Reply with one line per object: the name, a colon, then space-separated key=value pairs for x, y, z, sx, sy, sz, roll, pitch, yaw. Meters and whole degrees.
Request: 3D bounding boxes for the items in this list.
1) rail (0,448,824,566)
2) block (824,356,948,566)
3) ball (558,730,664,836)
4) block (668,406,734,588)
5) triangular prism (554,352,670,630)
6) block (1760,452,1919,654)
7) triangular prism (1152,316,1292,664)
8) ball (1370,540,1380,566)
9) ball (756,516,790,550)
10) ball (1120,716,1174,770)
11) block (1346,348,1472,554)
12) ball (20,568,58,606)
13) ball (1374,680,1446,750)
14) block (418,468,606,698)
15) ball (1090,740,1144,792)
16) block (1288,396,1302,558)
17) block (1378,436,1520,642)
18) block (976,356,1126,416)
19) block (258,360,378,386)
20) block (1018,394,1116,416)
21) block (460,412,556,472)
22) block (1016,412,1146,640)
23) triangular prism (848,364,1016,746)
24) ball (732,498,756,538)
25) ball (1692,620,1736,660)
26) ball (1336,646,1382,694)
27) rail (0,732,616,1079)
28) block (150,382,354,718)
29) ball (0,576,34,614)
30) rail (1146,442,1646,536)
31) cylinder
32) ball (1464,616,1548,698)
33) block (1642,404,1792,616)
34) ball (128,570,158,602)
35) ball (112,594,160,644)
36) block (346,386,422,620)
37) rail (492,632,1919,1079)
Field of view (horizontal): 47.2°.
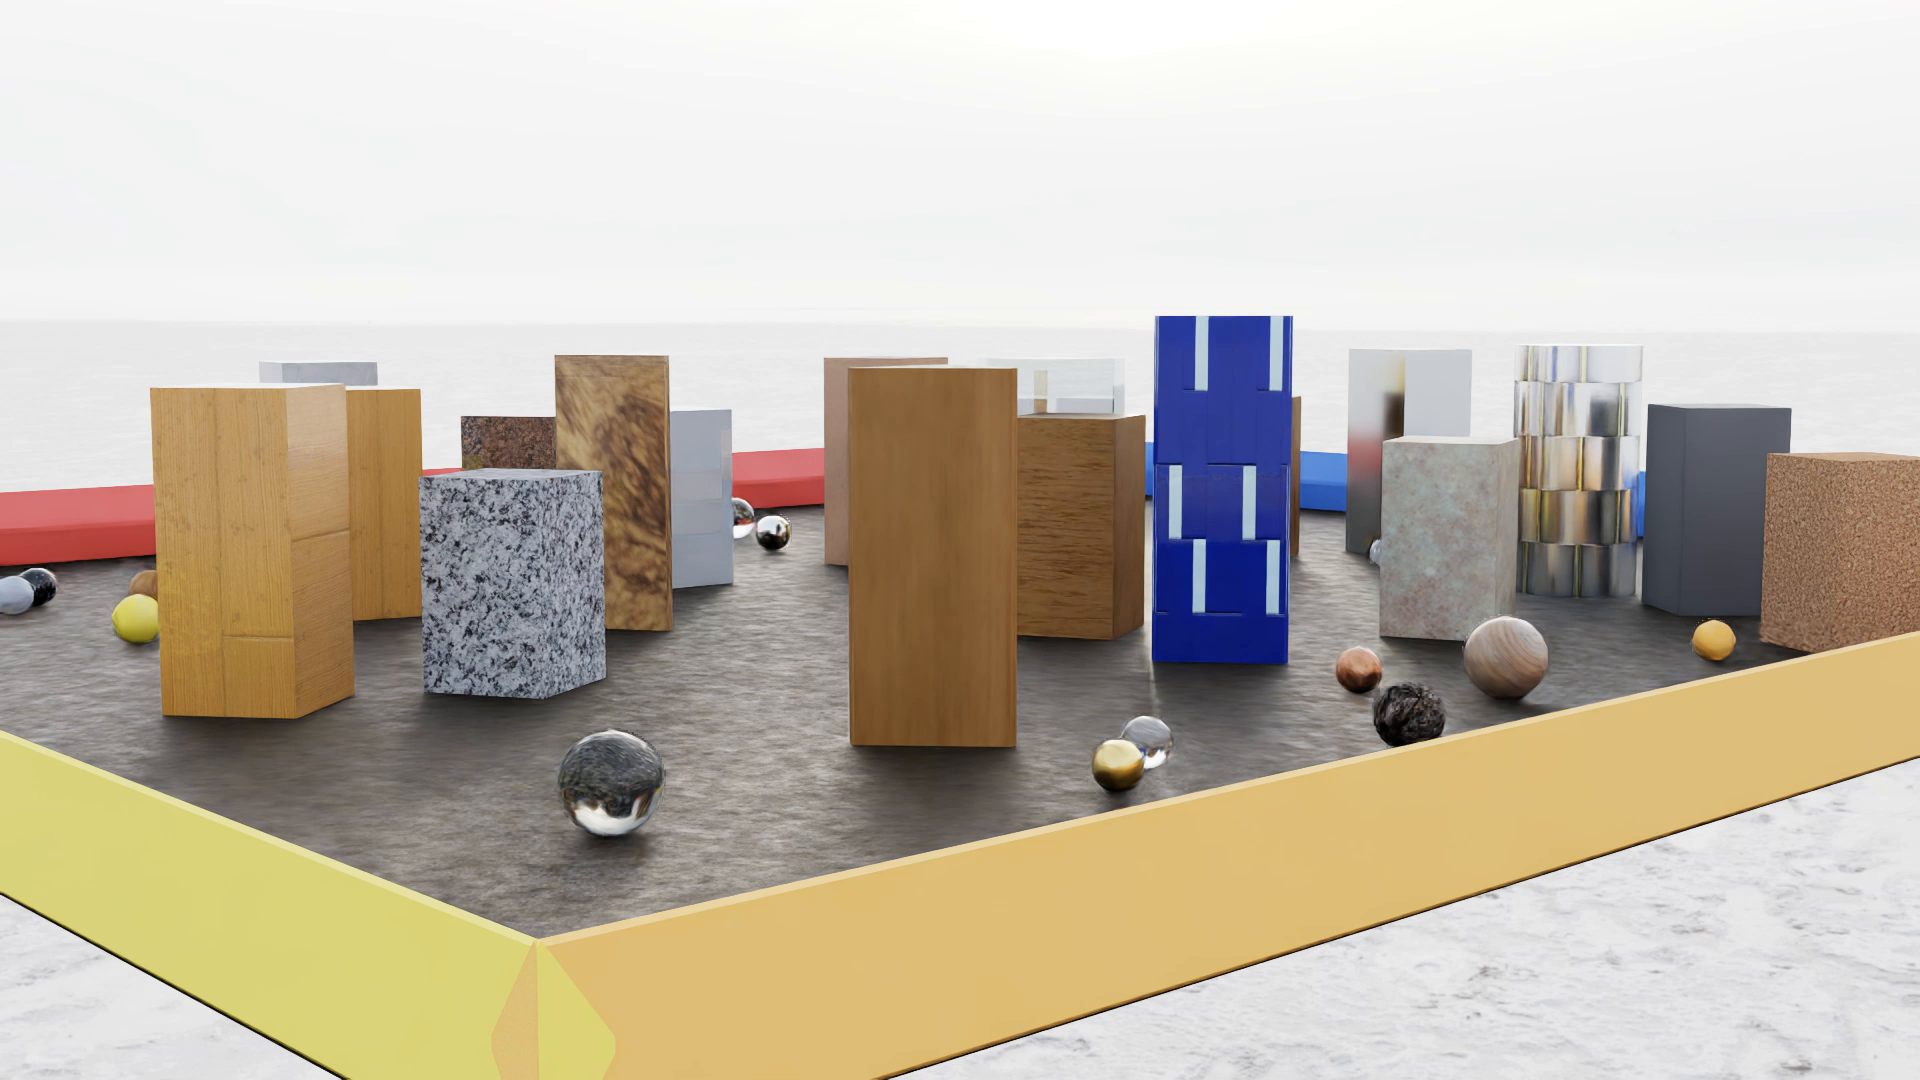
rail: x=-0.999 y=-0.080 z=4.408 sx=3.341 sy=0.126 sz=0.045 roll=-5 pitch=8 yaw=-42
block: x=-0.129 y=-0.140 z=3.868 sx=0.156 sy=0.361 sz=0.156 roll=4 pitch=7 yaw=35
ball: x=-0.296 y=0.206 z=1.865 sx=0.089 sy=0.089 sz=0.089 roll=0 pitch=6 yaw=0
block: x=-0.480 y=-0.073 z=3.593 sx=0.156 sy=0.284 sz=0.156 roll=-5 pitch=8 yaw=-39
triangular prism: x=-0.466 y=-0.073 z=3.131 sx=0.169 sy=0.382 sz=0.146 roll=2 pitch=6 yaw=14
block: x=1.176 y=0.016 z=2.901 sx=0.156 sy=0.253 sz=0.156 roll=-2 pitch=6 yaw=-15
triangular prism: x=0.338 y=-0.070 z=2.837 sx=0.169 sy=0.437 sz=0.146 roll=1 pitch=6 yaw=7
ball: x=0.737 y=0.022 z=3.830 sx=0.047 sy=0.047 sz=0.047 roll=0 pitch=6 yaw=0
ball: x=-0.346 y=-0.013 z=4.068 sx=0.065 sy=0.065 sz=0.065 roll=0 pitch=6 yaw=0
ball: x=0.181 y=0.197 z=2.138 sx=0.052 sy=0.052 sz=0.052 roll=0 pitch=6 yaw=0
block: x=0.819 y=-0.162 z=4.018 sx=0.156 sy=0.373 sz=0.156 roll=-3 pitch=7 yaw=-29
ball: x=-1.391 y=0.071 z=3.312 sx=0.058 sy=0.058 sz=0.058 roll=0 pitch=6 yaw=0
ball: x=0.453 y=0.178 z=2.219 sx=0.072 sy=0.072 sz=0.072 roll=0 pitch=6 yaw=0
block: x=-0.528 y=0.047 z=2.607 sx=0.156 sy=0.251 sz=0.156 roll=2 pitch=6 yaw=18
ball: x=0.146 y=0.209 z=2.034 sx=0.049 sy=0.049 sz=0.049 roll=0 pitch=6 yaw=0
block: x=0.519 y=-0.114 z=3.972 sx=0.156 sy=0.288 sz=0.156 roll=2 pitch=6 yaw=23
block: x=0.677 y=-0.005 z=3.037 sx=0.156 sy=0.266 sz=0.156 roll=3 pitch=7 yaw=24
block: x=0.135 y=-0.085 z=3.289 sx=0.156 sy=0.373 sz=0.156 roll=-5 pitch=8 yaw=-40
block: x=-1.072 y=-0.120 z=3.690 sx=0.156 sy=0.358 sz=0.156 roll=-4 pitch=7 yaw=-31
block: x=0.219 y=-0.161 z=4.509 sx=0.156 sy=0.270 sz=0.156 roll=3 pitch=7 yaw=24
block: x=-0.715 y=-0.071 z=3.627 sx=0.156 sy=0.274 sz=0.156 roll=1 pitch=6 yaw=11
block: x=0.161 y=-0.024 z=3.058 sx=0.156 sy=0.298 sz=0.156 roll=2 pitch=6 yaw=20
triangular prism: x=-0.022 y=0.011 z=2.308 sx=0.169 sy=0.386 sz=0.146 roll=0 pitch=6 yaw=4
ball: x=-0.439 y=-0.042 z=4.284 sx=0.080 sy=0.080 sz=0.080 roll=0 pitch=6 yaw=0
ball: x=0.958 y=0.128 z=2.795 sx=0.051 sy=0.051 sz=0.051 roll=0 pitch=6 yaw=0
ball: x=0.464 y=0.151 z=2.557 sx=0.055 sy=0.055 sz=0.055 roll=0 pitch=6 yaw=0
rail: x=-1.210 y=0.149 z=2.221 sx=0.045 sy=0.126 sz=2.993 roll=-5 pitch=8 yaw=-42
block: x=-0.791 y=0.007 z=2.471 sx=0.156 sy=0.360 sz=0.156 roll=1 pitch=6 yaw=8
ball: x=-1.386 y=0.081 z=3.218 sx=0.056 sy=0.056 sz=0.056 roll=0 pitch=6 yaw=0
rail: x=1.210 y=-0.083 z=4.443 sx=0.045 sy=0.126 sz=2.993 roll=-5 pitch=8 yaw=-42
cylinder: x=0.974 y=-0.114 z=3.481 sx=0.195 sy=0.389 sz=0.195 roll=0 pitch=6 yaw=0
ball: x=0.626 y=0.135 z=2.522 sx=0.094 sy=0.094 sz=0.094 roll=0 pitch=6 yaw=0
block: x=1.123 y=-0.049 z=3.273 sx=0.156 sy=0.303 sz=0.156 roll=0 pitch=6 yaw=-3
ball: x=-1.207 y=0.074 z=3.277 sx=0.059 sy=0.059 sz=0.059 roll=0 pitch=6 yaw=0
ball: x=-1.098 y=0.106 z=2.939 sx=0.066 sy=0.066 sz=0.066 roll=0 pitch=6 yaw=0
block: x=-0.884 y=-0.057 z=3.221 sx=0.156 sy=0.331 sz=0.156 roll=-3 pitch=7 yaw=-29
rail: x=0.999 y=0.146 z=2.255 sx=3.341 sy=0.126 sz=0.045 roll=-5 pitch=8 yaw=-42
